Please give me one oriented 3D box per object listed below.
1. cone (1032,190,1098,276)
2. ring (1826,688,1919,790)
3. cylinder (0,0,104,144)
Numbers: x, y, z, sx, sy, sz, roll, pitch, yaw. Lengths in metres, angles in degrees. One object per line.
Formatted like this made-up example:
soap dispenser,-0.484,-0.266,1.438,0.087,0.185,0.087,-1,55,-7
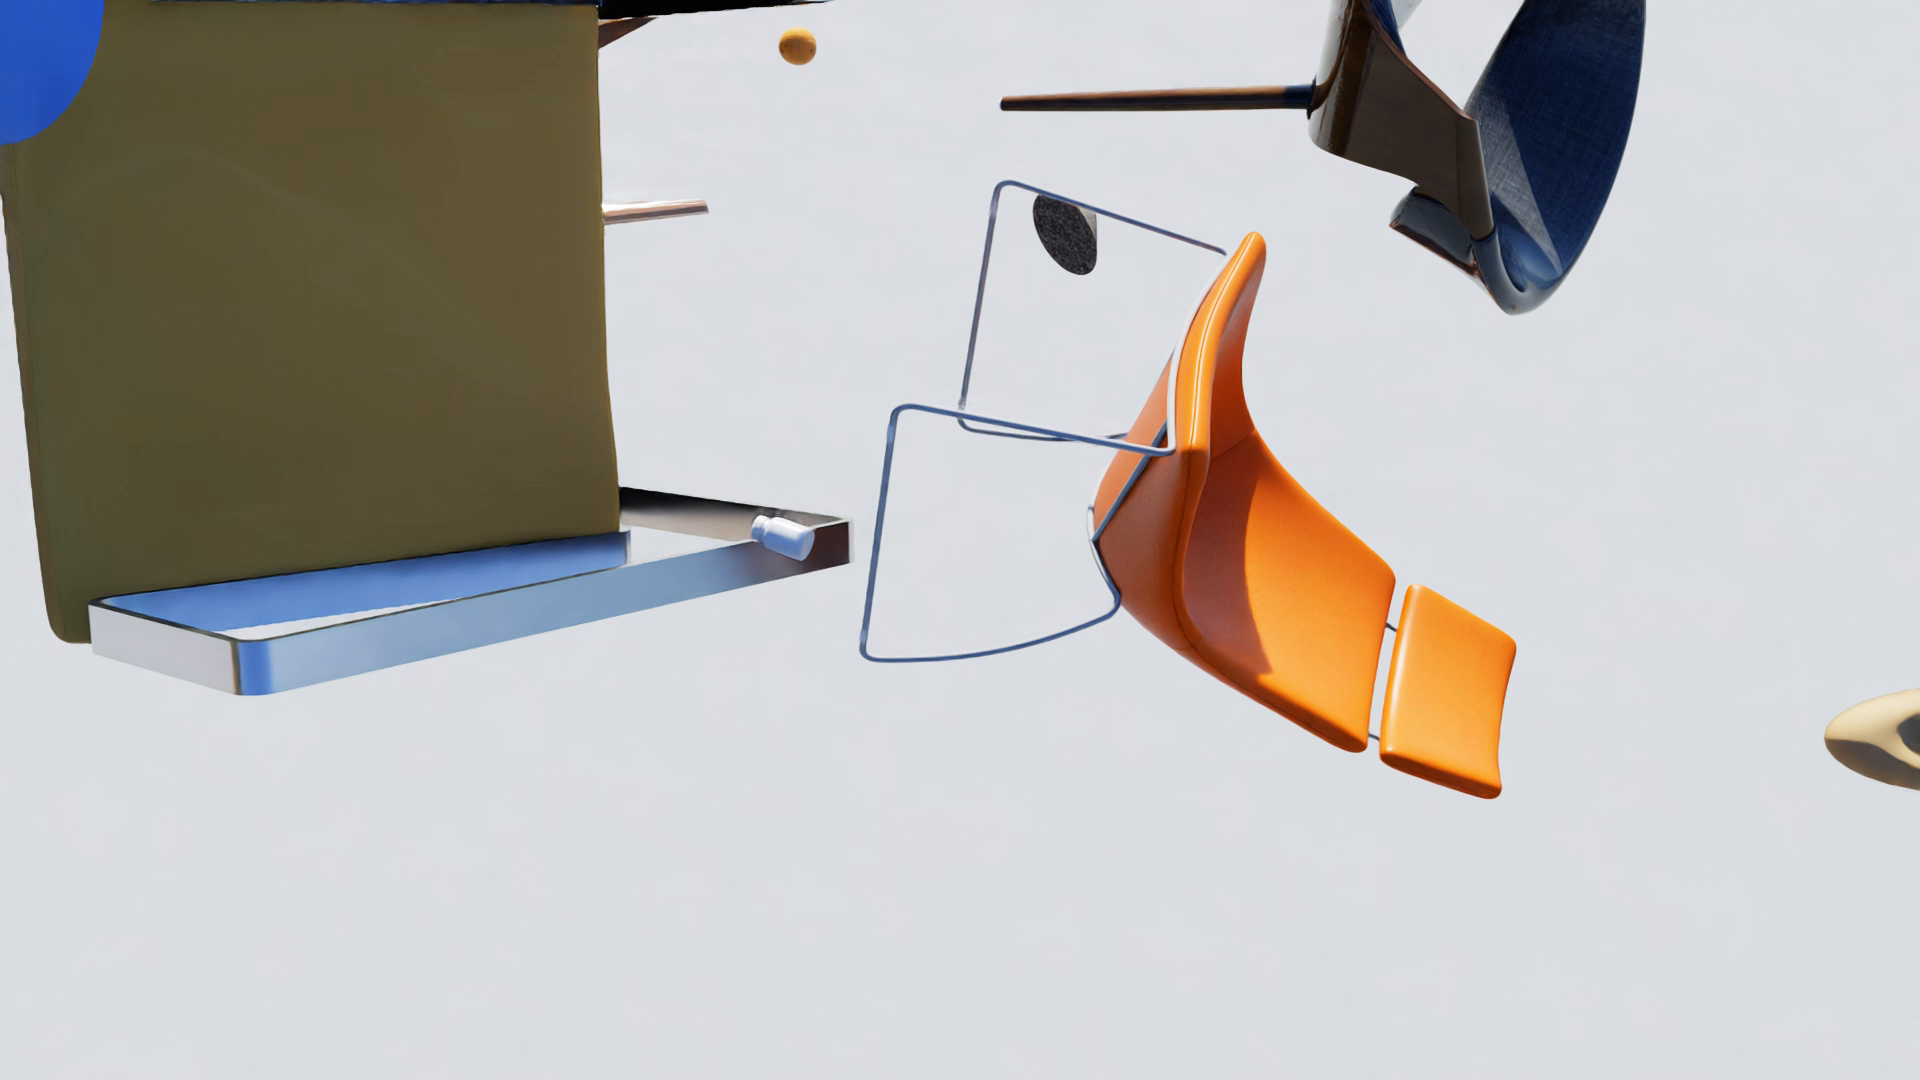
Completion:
cone,0.245,-0.642,4.451,0.094,0.181,0.188,-35,98,-27
ring,1.689,0.334,3.669,0.483,0.108,0.184,1,85,3
cylinder,-1.147,-0.620,2.499,0.298,0.157,0.318,6,93,21
